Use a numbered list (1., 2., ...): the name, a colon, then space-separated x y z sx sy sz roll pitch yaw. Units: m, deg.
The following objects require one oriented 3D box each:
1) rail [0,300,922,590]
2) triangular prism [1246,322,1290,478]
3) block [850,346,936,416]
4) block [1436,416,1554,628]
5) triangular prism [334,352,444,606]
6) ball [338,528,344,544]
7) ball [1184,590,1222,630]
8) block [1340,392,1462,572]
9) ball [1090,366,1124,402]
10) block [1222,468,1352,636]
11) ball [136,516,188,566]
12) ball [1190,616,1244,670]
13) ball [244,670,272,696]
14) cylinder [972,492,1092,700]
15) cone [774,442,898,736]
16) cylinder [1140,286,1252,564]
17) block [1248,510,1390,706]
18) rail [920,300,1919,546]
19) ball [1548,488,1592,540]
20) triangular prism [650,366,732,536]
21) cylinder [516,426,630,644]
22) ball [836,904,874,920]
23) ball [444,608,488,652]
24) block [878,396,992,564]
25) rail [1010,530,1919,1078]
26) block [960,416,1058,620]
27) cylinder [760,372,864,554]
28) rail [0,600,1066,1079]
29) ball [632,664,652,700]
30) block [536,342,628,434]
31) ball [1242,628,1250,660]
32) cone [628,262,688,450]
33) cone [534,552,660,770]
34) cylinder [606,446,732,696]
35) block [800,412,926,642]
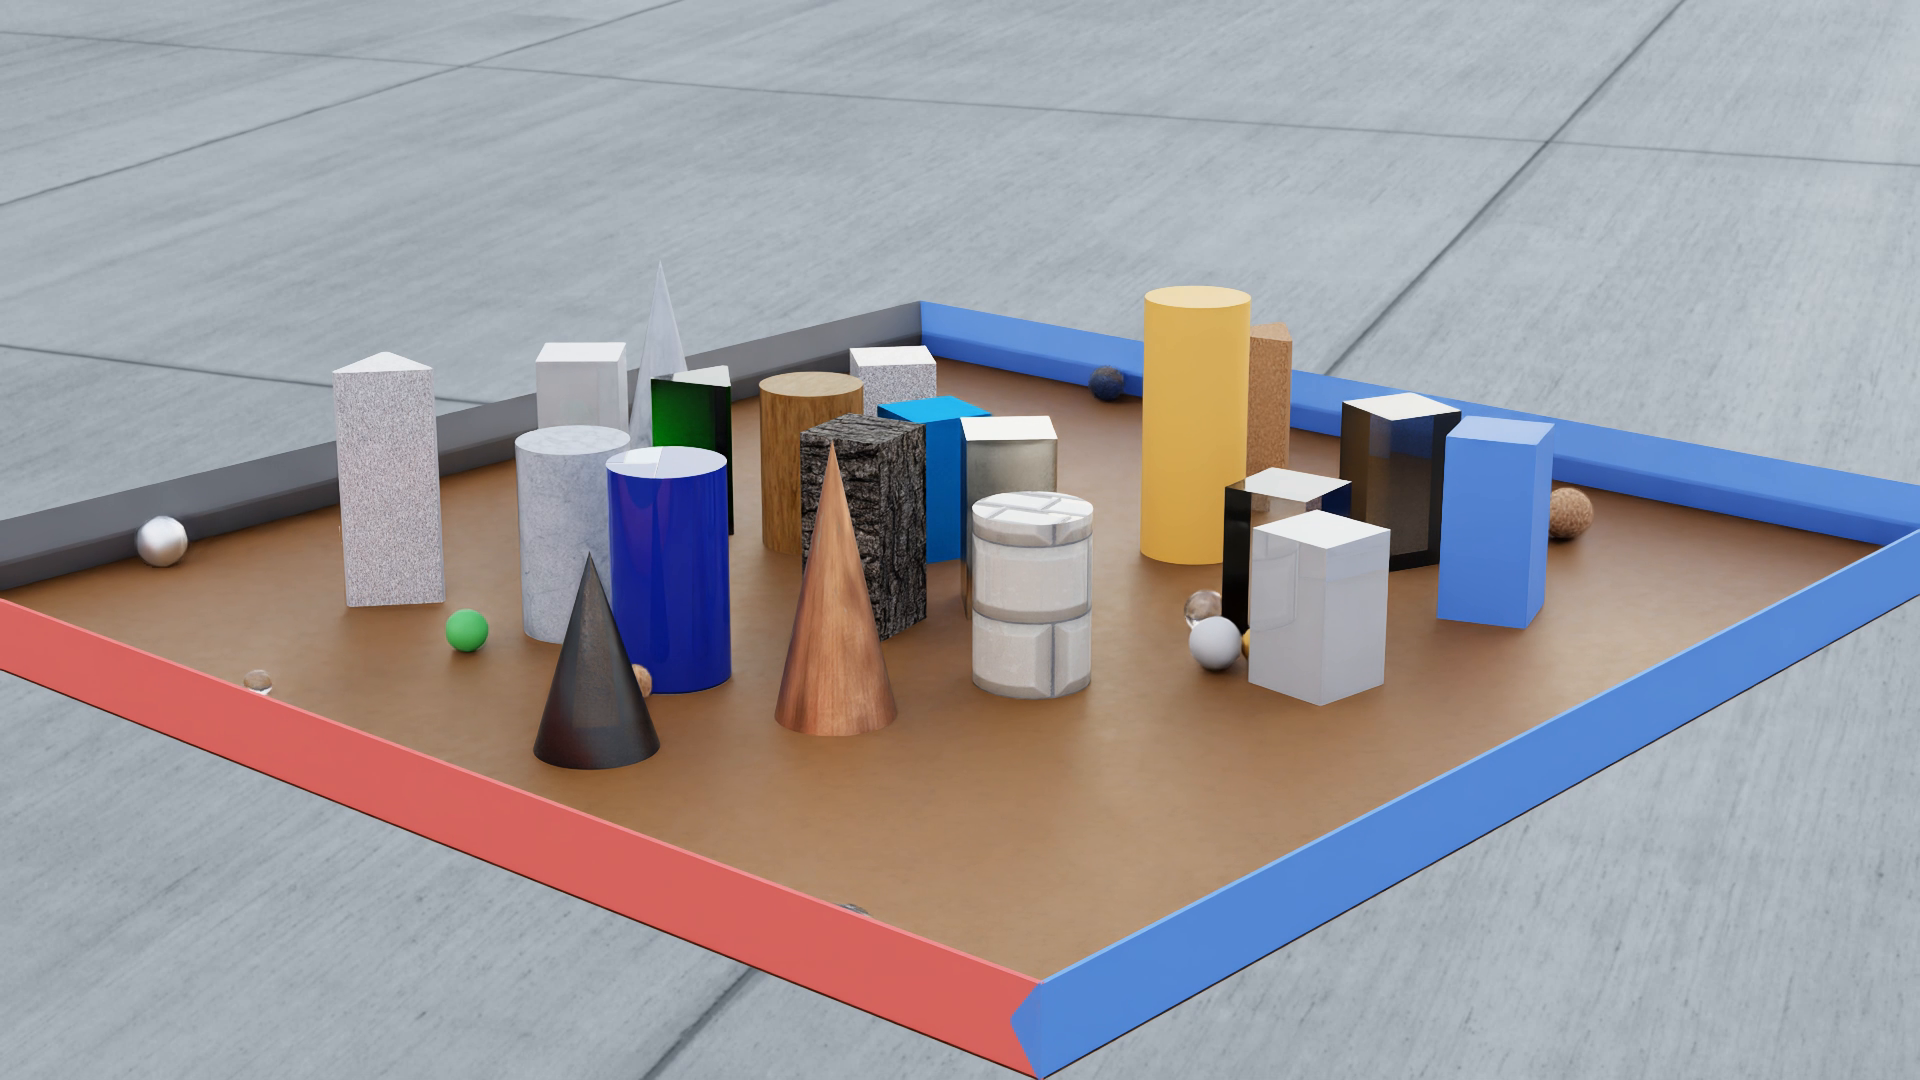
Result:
1. rail: -0.947 -0.207 5.908 0.045 0.124 2.660 14 22 39
2. triangular prism: 0.595 -0.254 5.723 0.165 0.322 0.143 10 19 29
3. block: -0.133 -0.244 5.815 0.152 0.250 0.152 -3 17 -8
4. block: 0.912 -0.032 4.992 0.152 0.321 0.152 7 18 21
5. triangular prism: -0.987 -0.108 5.082 0.165 0.414 0.143 -3 17 -9
6. ball: -1.115 -0.010 5.384 0.051 0.051 0.051 0 17 0
7. ball: 0.413 0.120 4.915 0.074 0.074 0.074 0 17 0
8. block: 0.793 -0.105 5.302 0.152 0.282 0.152 -8 19 -26
9. ball: 0.324 -0.343 6.445 0.076 0.076 0.076 0 17 0
10. block: 0.542 0.034 4.873 0.152 0.263 0.152 12 21 34
11. ball: -1.437 0.002 5.277 0.090 0.090 0.090 0 17 0
12. ball: 0.414 0.167 4.737 0.087 0.087 0.087 0 17 0
13. ball: -1.105 0.226 4.617 0.044 0.044 0.044 0 17 0
14. cylinder: 0.115 0.086 4.661 0.190 0.286 0.190 0 17 0
15. cone: -0.193 0.059 4.481 0.190 0.441 0.190 0 17 0
16. cylinder: 0.426 -0.209 5.315 0.190 0.473 0.190 0 17 0
17. block: 0.569 0.105 4.647 0.152 0.257 0.152 -15 22 -40
18. rail: 0.856 -0.254 6.065 2.556 0.124 0.045 14 22 39
19. ball: 1.124 -0.049 5.437 0.095 0.095 0.095 0 17 0
20. triangular prism: -0.472 -0.174 5.522 0.165 0.286 0.143 7 18 22
21. cylinder: -0.642 -0.010 4.911 0.190 0.326 0.190 0 17 0
22. ball: -0.142 0.494 3.663 0.081 0.081 0.081 0 17 0
23. ball: -0.813 0.148 4.828 0.070 0.070 0.070 0 17 0
24. block: -0.047 -0.110 5.350 0.152 0.264 0.152 -9 19 -28
25. rail: 0.947 0.269 4.334 0.045 0.124 2.660 14 22 39
26. block: 0.082 -0.039 5.021 0.152 0.317 0.152 -1 17 -4
27. cylinder: -0.272 -0.143 5.398 0.190 0.298 0.190 0 17 0
28. rail: -0.856 0.316 4.176 2.556 0.124 0.045 14 22 39
29. ball: -0.513 0.226 4.582 0.065 0.065 0.065 0 17 0
30. block: -0.712 -0.201 5.554 0.152 0.319 0.152 0 17 0
31. ball: 0.492 0.170 4.752 0.072 0.072 0.072 0 17 0
32. cone: -0.583 -0.332 5.759 0.190 0.452 0.190 0 17 0
33. cone: -0.546 0.163 4.366 0.190 0.309 0.190 0 17 0
34. cylinder: -0.463 0.047 4.669 0.190 0.355 0.190 0 17 0
35. block: -0.161 -0.022 4.925 0.152 0.341 0.152 9 19 29
